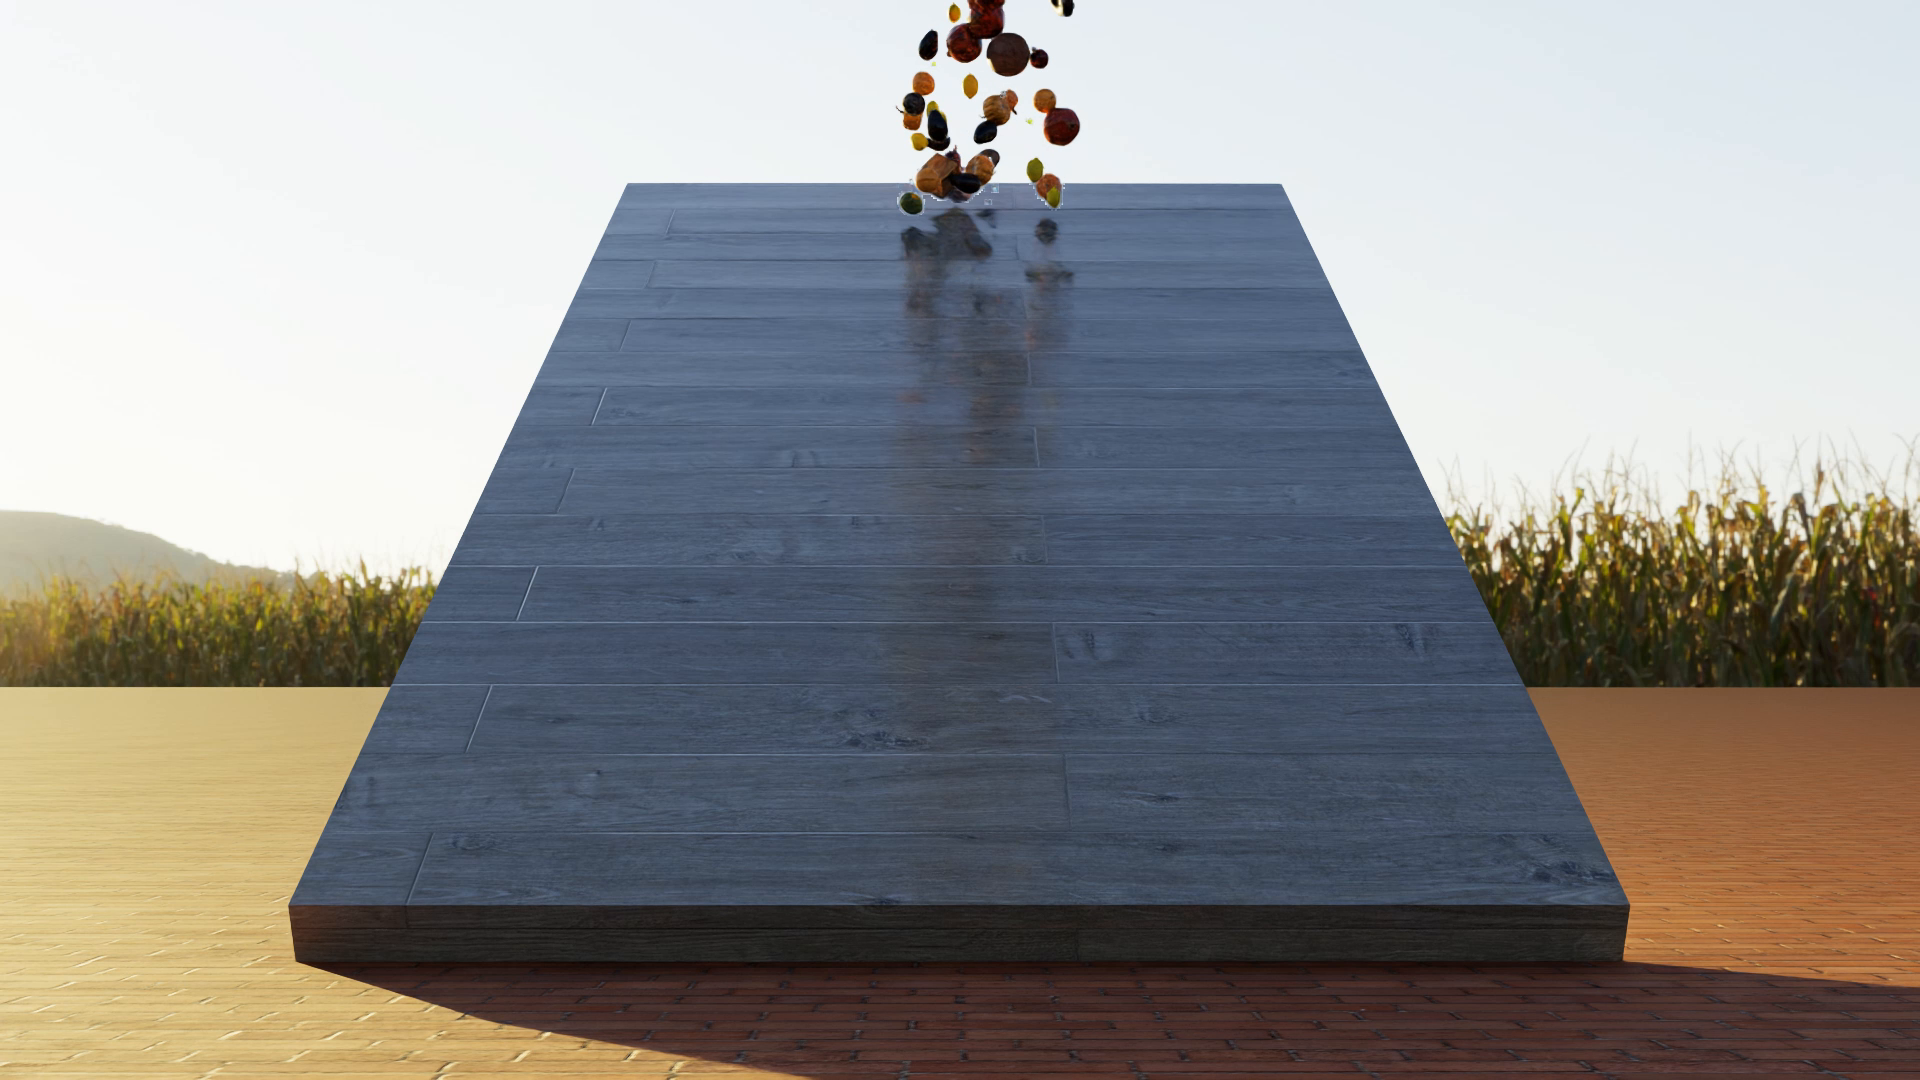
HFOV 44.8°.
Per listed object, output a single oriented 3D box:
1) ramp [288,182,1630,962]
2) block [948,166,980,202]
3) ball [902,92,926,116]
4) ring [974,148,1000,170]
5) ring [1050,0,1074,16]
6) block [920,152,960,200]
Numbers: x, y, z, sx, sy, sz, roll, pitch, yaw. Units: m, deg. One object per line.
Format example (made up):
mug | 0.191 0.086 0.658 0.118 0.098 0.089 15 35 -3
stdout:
ramp | -0.008 -0.228 5.314 2.000 0.100 4.000 0 24 0
block | -0.002 -1.050 6.879 0.070 0.070 0.070 37 -21 -26
ball | -0.136 -1.274 6.805 0.070 0.070 0.070 0 -3 0
ring | 0.083 -1.150 7.033 0.078 0.078 0.026 -1 -38 15
ring | 0.288 -1.567 6.717 0.041 0.123 0.123 -27 2 -11
block | -0.059 -1.061 6.785 0.080 0.080 0.080 33 -27 21
